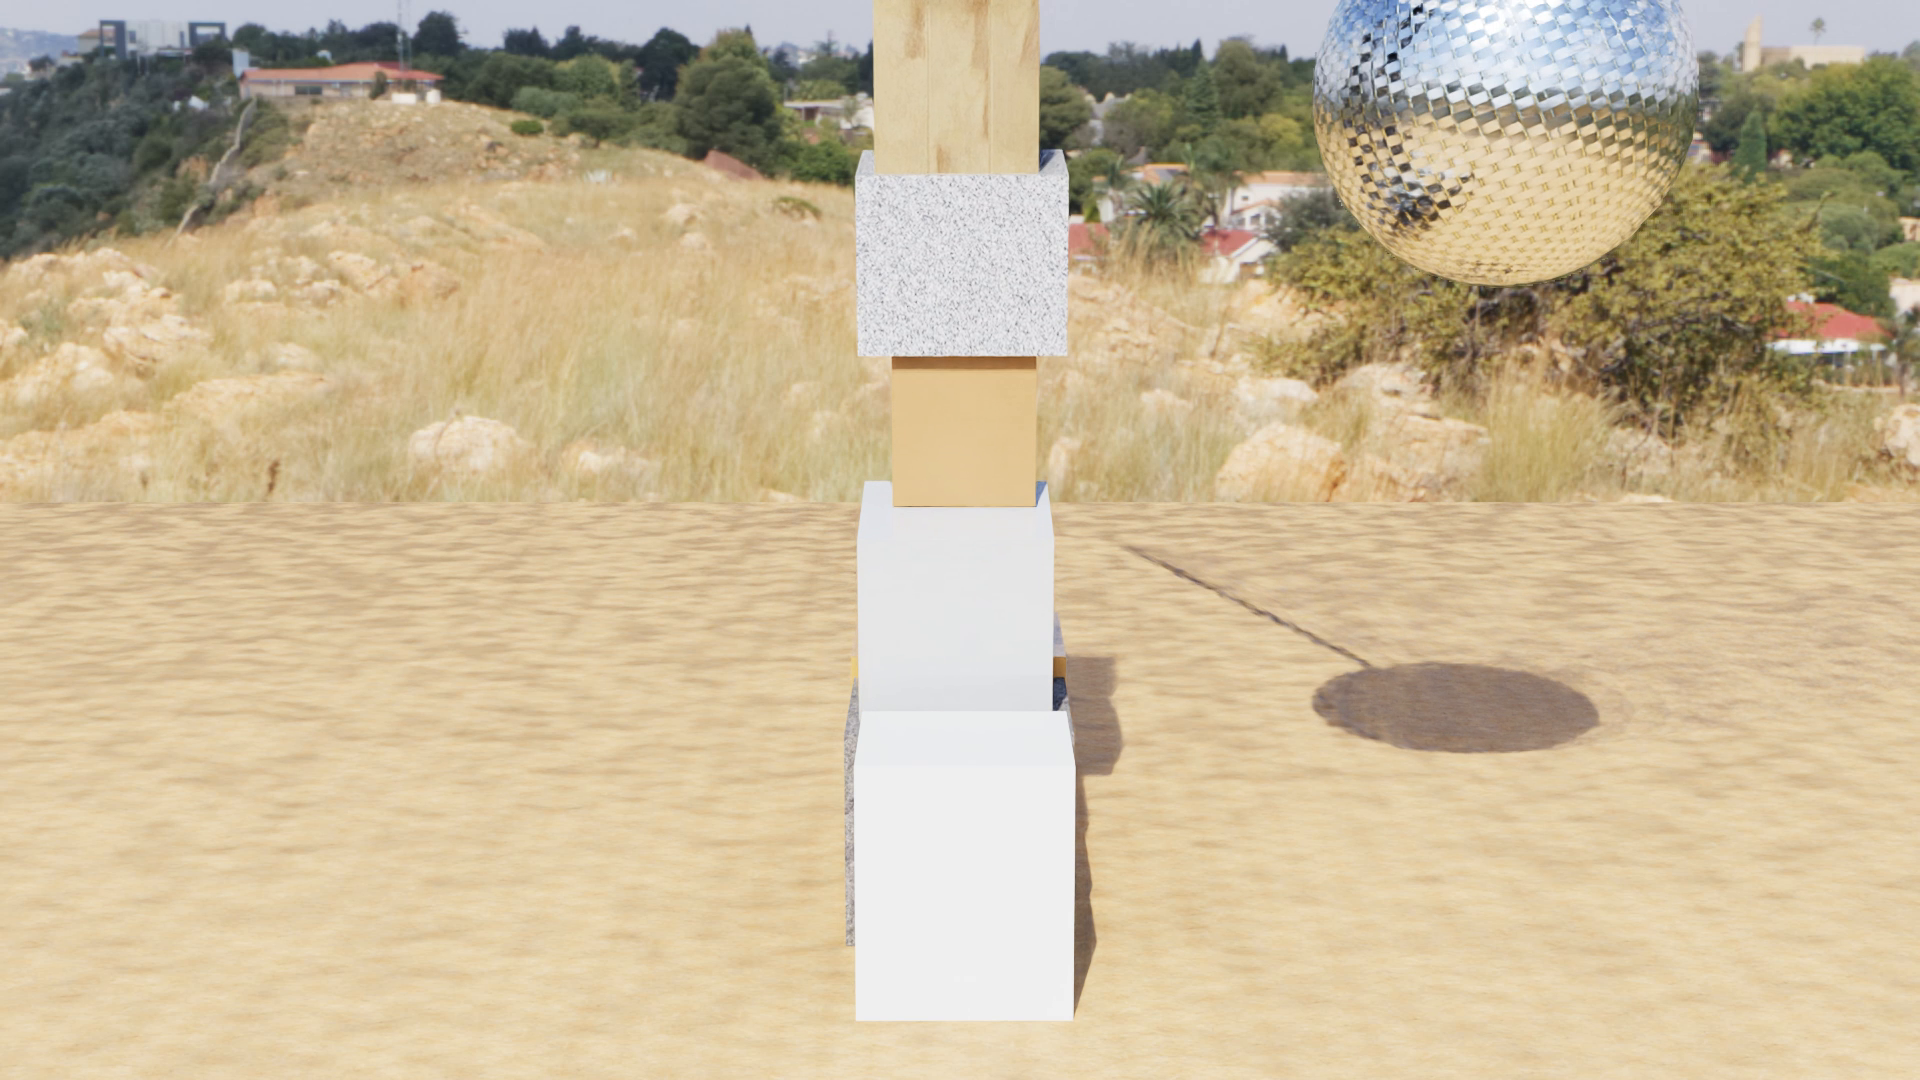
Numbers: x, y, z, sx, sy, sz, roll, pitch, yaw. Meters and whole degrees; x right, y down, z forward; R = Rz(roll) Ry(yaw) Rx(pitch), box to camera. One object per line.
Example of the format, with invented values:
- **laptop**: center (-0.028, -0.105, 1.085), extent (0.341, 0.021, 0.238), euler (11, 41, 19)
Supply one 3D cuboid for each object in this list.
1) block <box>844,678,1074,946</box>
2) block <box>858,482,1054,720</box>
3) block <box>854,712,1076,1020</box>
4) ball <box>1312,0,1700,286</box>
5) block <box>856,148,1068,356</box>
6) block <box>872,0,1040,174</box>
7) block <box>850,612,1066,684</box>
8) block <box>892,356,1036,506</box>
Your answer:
- **block**: center (-0.003, 1.130, 10.868), extent (0.925, 0.888, 0.999), euler (0, 10, 0)
- **block**: center (-0.018, 0.244, 10.818), extent (0.790, 0.778, 0.876), euler (0, 17, 0)
- **block**: center (0.017, 1.245, 9.953), extent (0.816, 0.988, 0.823), euler (0, 10, 0)
- **ball**: center (2.295, -1.878, 10.839), extent (1.600, 1.600, 1.600), euler (0, 10, 0)
- **block**: center (0.010, -1.215, 10.752), extent (0.855, 0.737, 0.784), euler (0, 16, 0)
- **block**: center (-0.013, -1.905, 10.551), extent (0.660, 0.700, 0.656), euler (0, 16, 0)
- **block**: center (-0.006, 0.910, 11.828), extent (0.945, 0.979, 0.948), euler (0, 10, 0)
- **block**: center (0.018, -0.546, 10.948), extent (0.597, 0.657, 0.658), euler (0, 16, 0)
